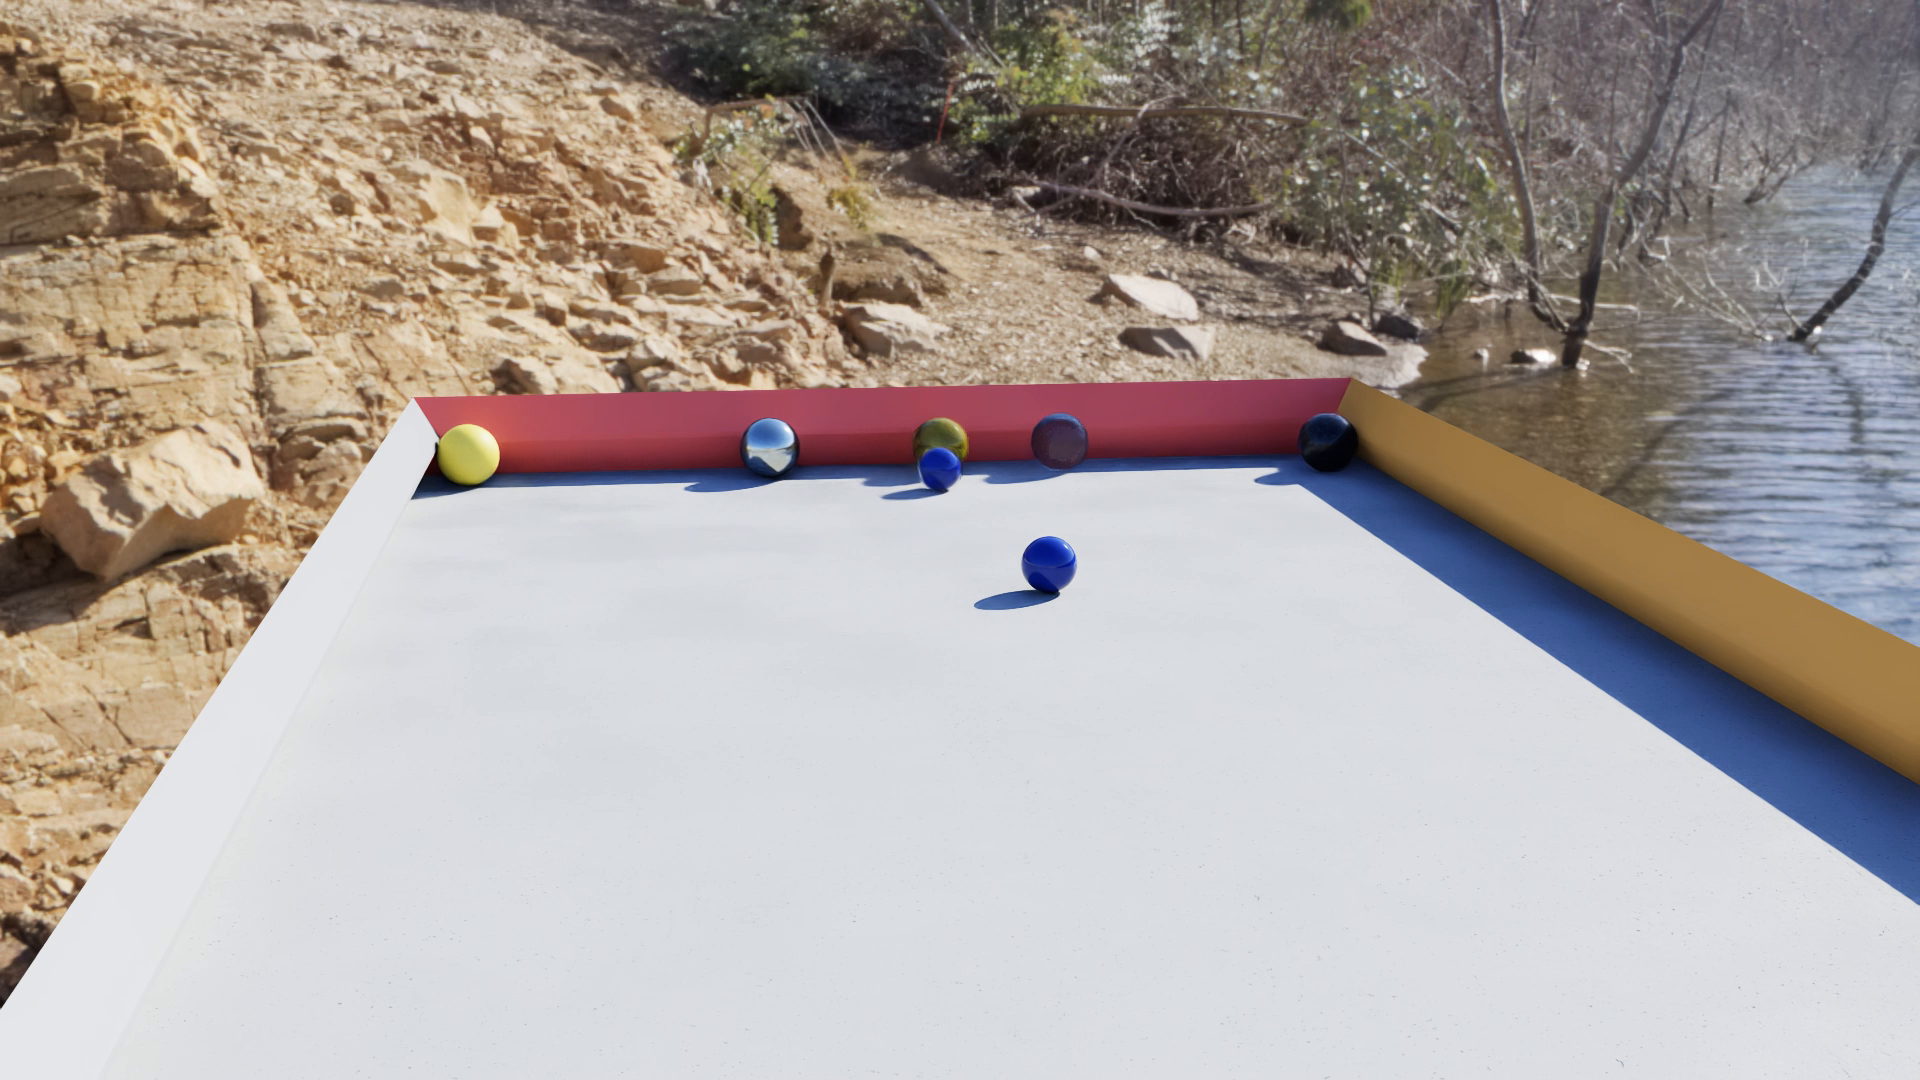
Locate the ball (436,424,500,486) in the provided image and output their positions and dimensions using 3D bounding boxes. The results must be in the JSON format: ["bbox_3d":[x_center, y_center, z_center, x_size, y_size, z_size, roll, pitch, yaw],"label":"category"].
[{"bbox_3d":[-0.780,-0.135,3.488,0.098,0.098,0.098,0,13,0],"label":"ball"}]

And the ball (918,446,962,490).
[{"bbox_3d":[-0.031,-0.112,3.455,0.068,0.068,0.068,0,13,0],"label":"ball"}]

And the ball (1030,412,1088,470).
[{"bbox_3d":[0.164,-0.162,3.618,0.094,0.094,0.094,0,13,0],"label":"ball"}]

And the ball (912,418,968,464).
[{"bbox_3d":[-0.034,-0.155,3.591,0.091,0.091,0.091,0,13,0],"label":"ball"}]

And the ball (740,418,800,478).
[{"bbox_3d":[-0.307,-0.149,3.553,0.097,0.097,0.097,0,13,0],"label":"ball"}]

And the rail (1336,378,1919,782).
[{"bbox_3d":[0.862,0.128,2.251,0.045,0.127,3.142,-2,13,-8],"label":"rail"}]

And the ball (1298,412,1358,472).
[{"bbox_3d":[0.602,-0.161,3.604,0.097,0.097,0.097,0,13,0],"label":"ball"}]

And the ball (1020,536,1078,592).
[{"bbox_3d":[0.114,0.031,2.809,0.073,0.073,0.073,0,13,0],"label":"ball"}]

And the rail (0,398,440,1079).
[{"bbox_3d":[-0.649,0.174,2.049,0.045,0.127,3.142,-2,13,-8],"label":"rail"}]

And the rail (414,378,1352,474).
[{"bbox_3d":[-0.104,-0.186,3.646,1.572,0.127,0.045,-2,13,-8],"label":"rail"}]
